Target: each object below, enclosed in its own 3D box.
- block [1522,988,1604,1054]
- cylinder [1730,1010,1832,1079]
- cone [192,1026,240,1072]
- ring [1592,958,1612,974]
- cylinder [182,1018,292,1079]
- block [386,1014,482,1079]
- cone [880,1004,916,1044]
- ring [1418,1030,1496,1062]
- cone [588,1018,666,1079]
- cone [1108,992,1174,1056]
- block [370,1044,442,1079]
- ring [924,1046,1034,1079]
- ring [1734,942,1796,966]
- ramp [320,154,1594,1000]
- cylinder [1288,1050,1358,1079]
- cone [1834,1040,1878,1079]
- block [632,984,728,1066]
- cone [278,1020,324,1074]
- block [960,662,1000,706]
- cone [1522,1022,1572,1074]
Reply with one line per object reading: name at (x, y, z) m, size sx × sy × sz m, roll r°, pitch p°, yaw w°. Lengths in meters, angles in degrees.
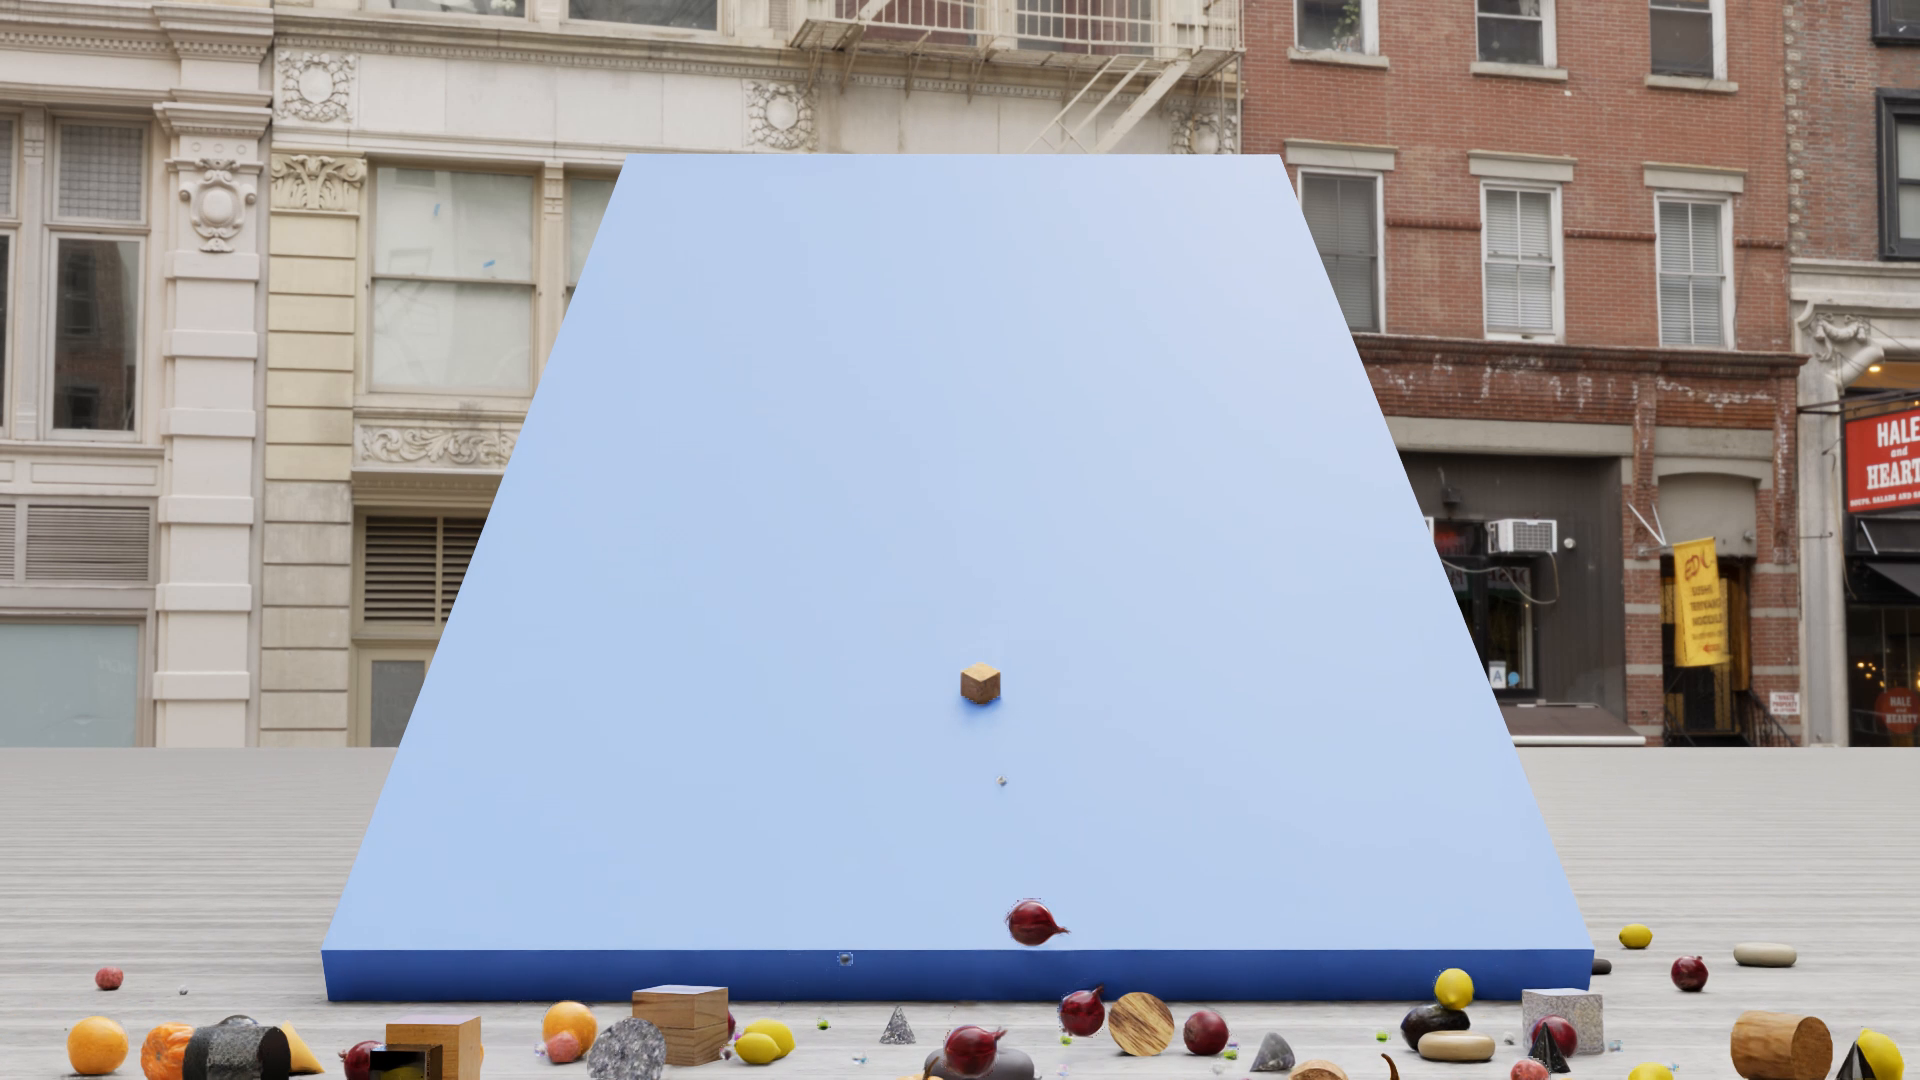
block at (0.803, 0.642, 3.164) m, size 0.077 × 0.077 × 0.077 m, roll 1°, pitch -5°, yaw -14°
cylinder at (0.990, 0.613, 2.862) m, size 0.084 × 0.084 × 0.084 m, roll 4°, pitch -6°, yaw -36°
cone at (-0.939, 0.654, 3.004) m, size 0.058 × 0.058 × 0.058 m, roll 1°, pitch -32°, yaw -9°
ring at (1.119, 0.757, 4.215) m, size 0.075 × 0.025 × 0.075 m, roll 0°, pitch -6°, yaw 0°
cylinder at (-0.824, 0.598, 2.705) m, size 0.087 × 0.087 × 0.087 m, roll 9°, pitch -2°, yaw 18°
block at (-0.615, 0.604, 2.771) m, size 0.087 × 0.087 × 0.087 m, roll 0°, pitch -5°, yaw 5°
cone at (-0.085, 0.661, 3.253) m, size 0.053 × 0.053 × 0.053 m, roll 0°, pitch -5°, yaw 0°
ring at (0.645, 0.657, 3.084) m, size 0.099 × 0.033 × 0.099 m, roll -1°, pitch -6°, yaw 0°
cone at (-0.375, 0.628, 2.803) m, size 0.097 × 0.097 × 0.097 m, roll -1°, pitch -32°, yaw 17°
cone at (0.233, 0.661, 3.163) m, size 0.088 × 0.088 × 0.088 m, roll 1°, pitch -31°, yaw -9°
block at (-0.629, 0.609, 2.696) m, size 0.064 × 0.064 × 0.064 m, roll 0°, pitch -5°, yaw 5°
ring at (0.023, 0.630, 2.828) m, size 0.133 × 0.044 × 0.133 m, roll 1°, pitch -6°, yaw 0°
ring at (1.484, 0.765, 4.376) m, size 0.112 × 0.037 × 0.112 m, roll 1°, pitch -4°, yaw 0°
ramp at (-0.011, -0.226, 5.528) m, size 2.000 × 0.100 × 4.000 m, roll 0°, pitch 27°, yaw 0°
cylinder at (0.378, 0.589, 2.507) m, size 0.071 × 0.071 × 0.071 m, roll -2°, pitch 18°, yaw 24°
cone at (1.039, 0.612, 2.753) m, size 0.066 × 0.066 × 0.066 m, roll 0°, pitch -5°, yaw 0°
block at (-0.362, 0.627, 3.070) m, size 0.090 × 0.090 × 0.090 m, roll -2°, pitch -5°, yaw 22°
cone at (-0.821, 0.646, 2.947) m, size 0.073 × 0.073 × 0.073 m, roll 27°, pitch -8°, yaw -6°
block at (0.038, 0.266, 4.402) m, size 0.052 × 0.052 × 0.052 m, roll 24°, pitch 36°, yaw 38°
cone at (0.733, 0.634, 2.974) m, size 0.061 × 0.061 × 0.061 m, roll 0°, pitch -5°, yaw 0°
